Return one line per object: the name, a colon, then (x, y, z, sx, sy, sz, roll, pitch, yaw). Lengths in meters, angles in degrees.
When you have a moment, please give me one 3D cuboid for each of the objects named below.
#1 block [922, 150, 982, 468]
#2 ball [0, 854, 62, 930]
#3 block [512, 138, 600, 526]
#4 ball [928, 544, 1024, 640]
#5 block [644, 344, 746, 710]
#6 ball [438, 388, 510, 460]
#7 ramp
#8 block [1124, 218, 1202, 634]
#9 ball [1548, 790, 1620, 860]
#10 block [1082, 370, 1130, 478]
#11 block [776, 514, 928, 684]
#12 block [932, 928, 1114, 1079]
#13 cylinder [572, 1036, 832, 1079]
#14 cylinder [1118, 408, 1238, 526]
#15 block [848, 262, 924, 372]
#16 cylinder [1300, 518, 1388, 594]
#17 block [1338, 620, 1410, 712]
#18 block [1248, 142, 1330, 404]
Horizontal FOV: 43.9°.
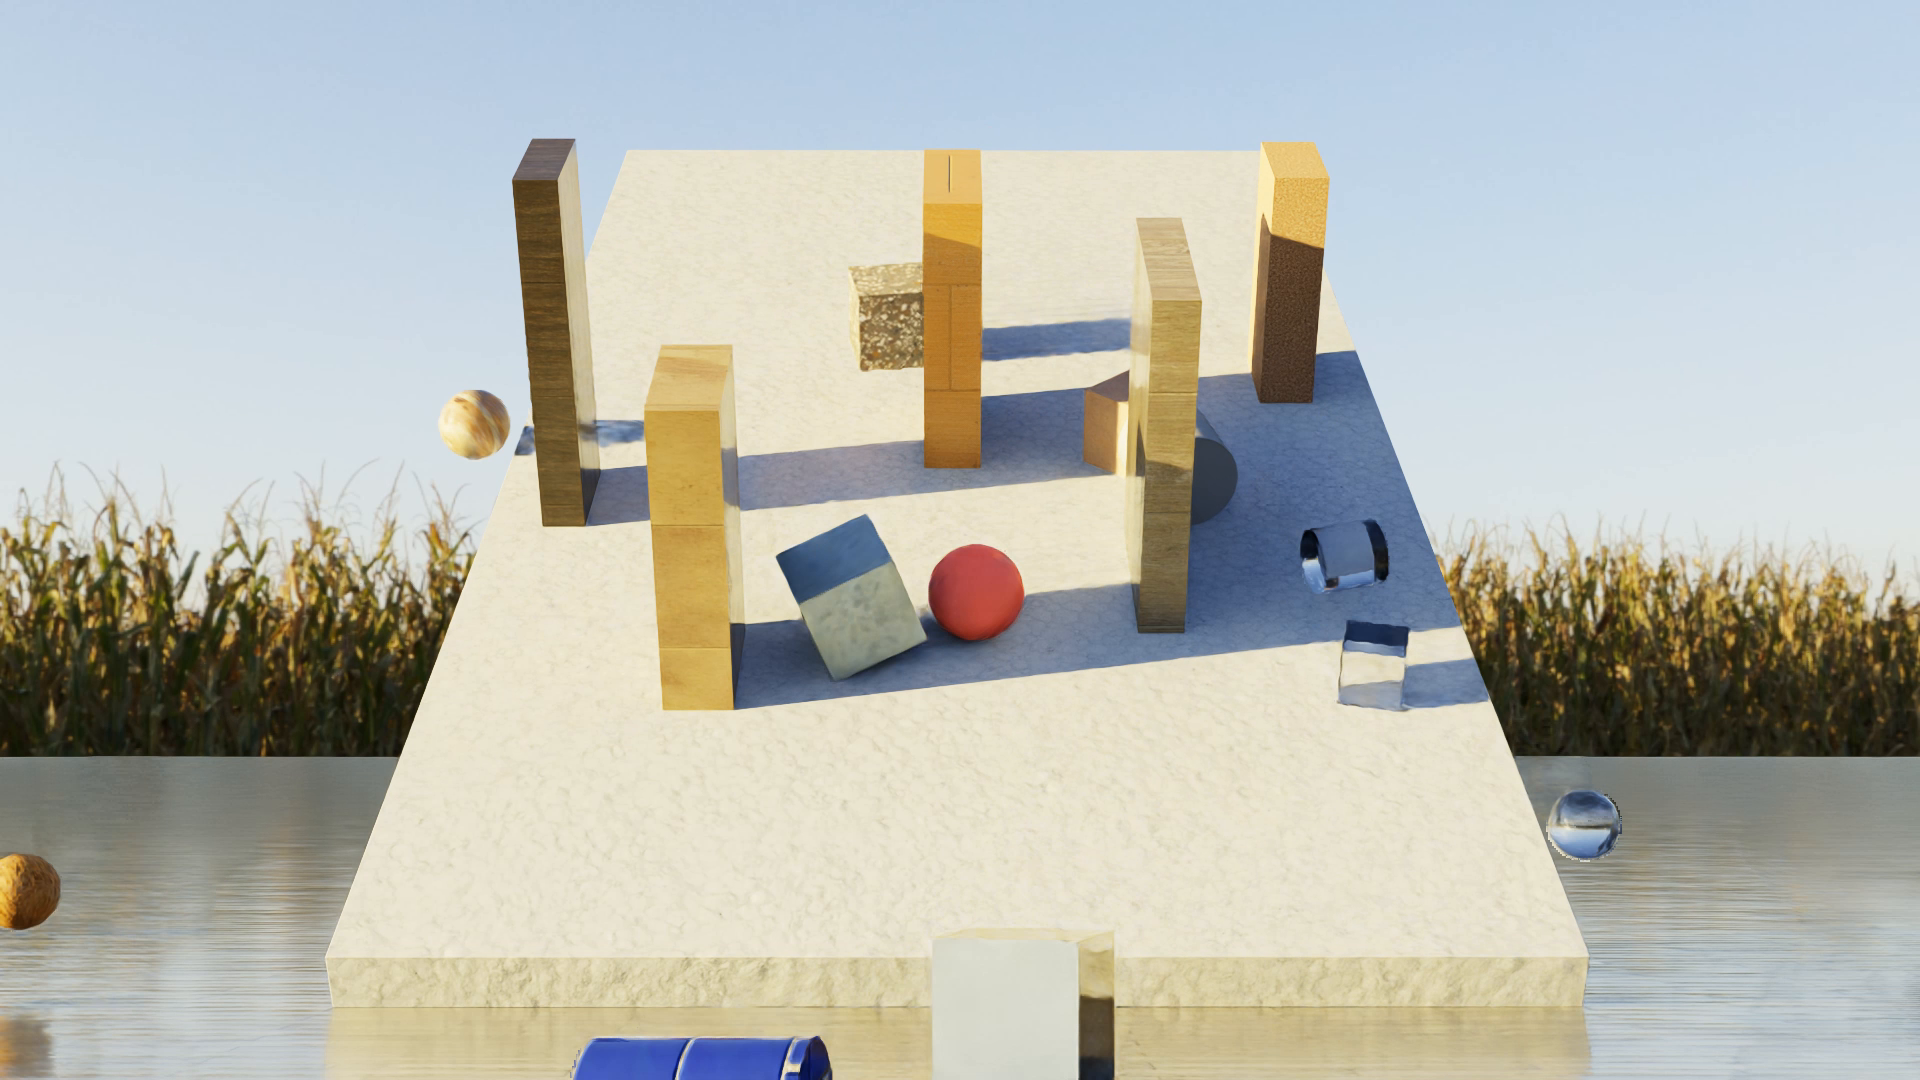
block: (-0.017, -0.520, 5.346, 0.126, 0.623, 0.361, 0, 28, 0)
ball: (-1.734, 0.649, 4.397, 0.139, 0.139, 0.139, 0, -5, 0)
block: (-0.844, -0.431, 5.009, 0.091, 0.774, 0.261, 0, 28, 0)
ball: (0.031, 0.102, 4.629, 0.187, 0.187, 0.187, 0, -5, 0)
block: (-0.486, -0.022, 4.406, 0.131, 0.610, 0.295, 0, 28, 0)
ball: (-1.102, -0.263, 5.404, 0.160, 0.160, 0.160, 0, -5, 0)
ramp: (-0.011, -0.224, 5.560, 2.000, 0.100, 4.000, 0, 28, 0)
block: (0.395, -0.230, 4.709, 0.091, 0.701, 0.441, 0, 28, 0)
ball: (1.058, 0.482, 4.035, 0.118, 0.118, 0.118, 0, -5, 0)
block: (0.402, -0.257, 5.328, 0.176, 0.176, 0.176, 24, 36, 37)
block: (-0.208, 0.110, 4.540, 0.195, 0.195, 0.195, -25, 33, -4)
block: (0.080, 0.579, 2.941, 0.183, 0.183, 0.183, -2, -5, 17)
cylinder: (-0.203, 0.485, 1.890, 0.179, 0.179, 0.179, -2, -5, 8)
cylinder: (0.468, -0.169, 5.128, 0.207, 0.207, 0.207, 1, 27, -14)
block: (-0.163, -0.551, 5.862, 0.198, 0.198, 0.198, -4, 28, -9)
cylinder: (0.777, 0.033, 4.810, 0.134, 0.134, 0.134, -10, -3, -12)
block: (0.774, 0.235, 4.454, 0.117, 0.117, 0.117, 6, 28, 12)
block: (0.774, -0.633, 5.635, 0.125, 0.559, 0.260, 0, 28, 0)
